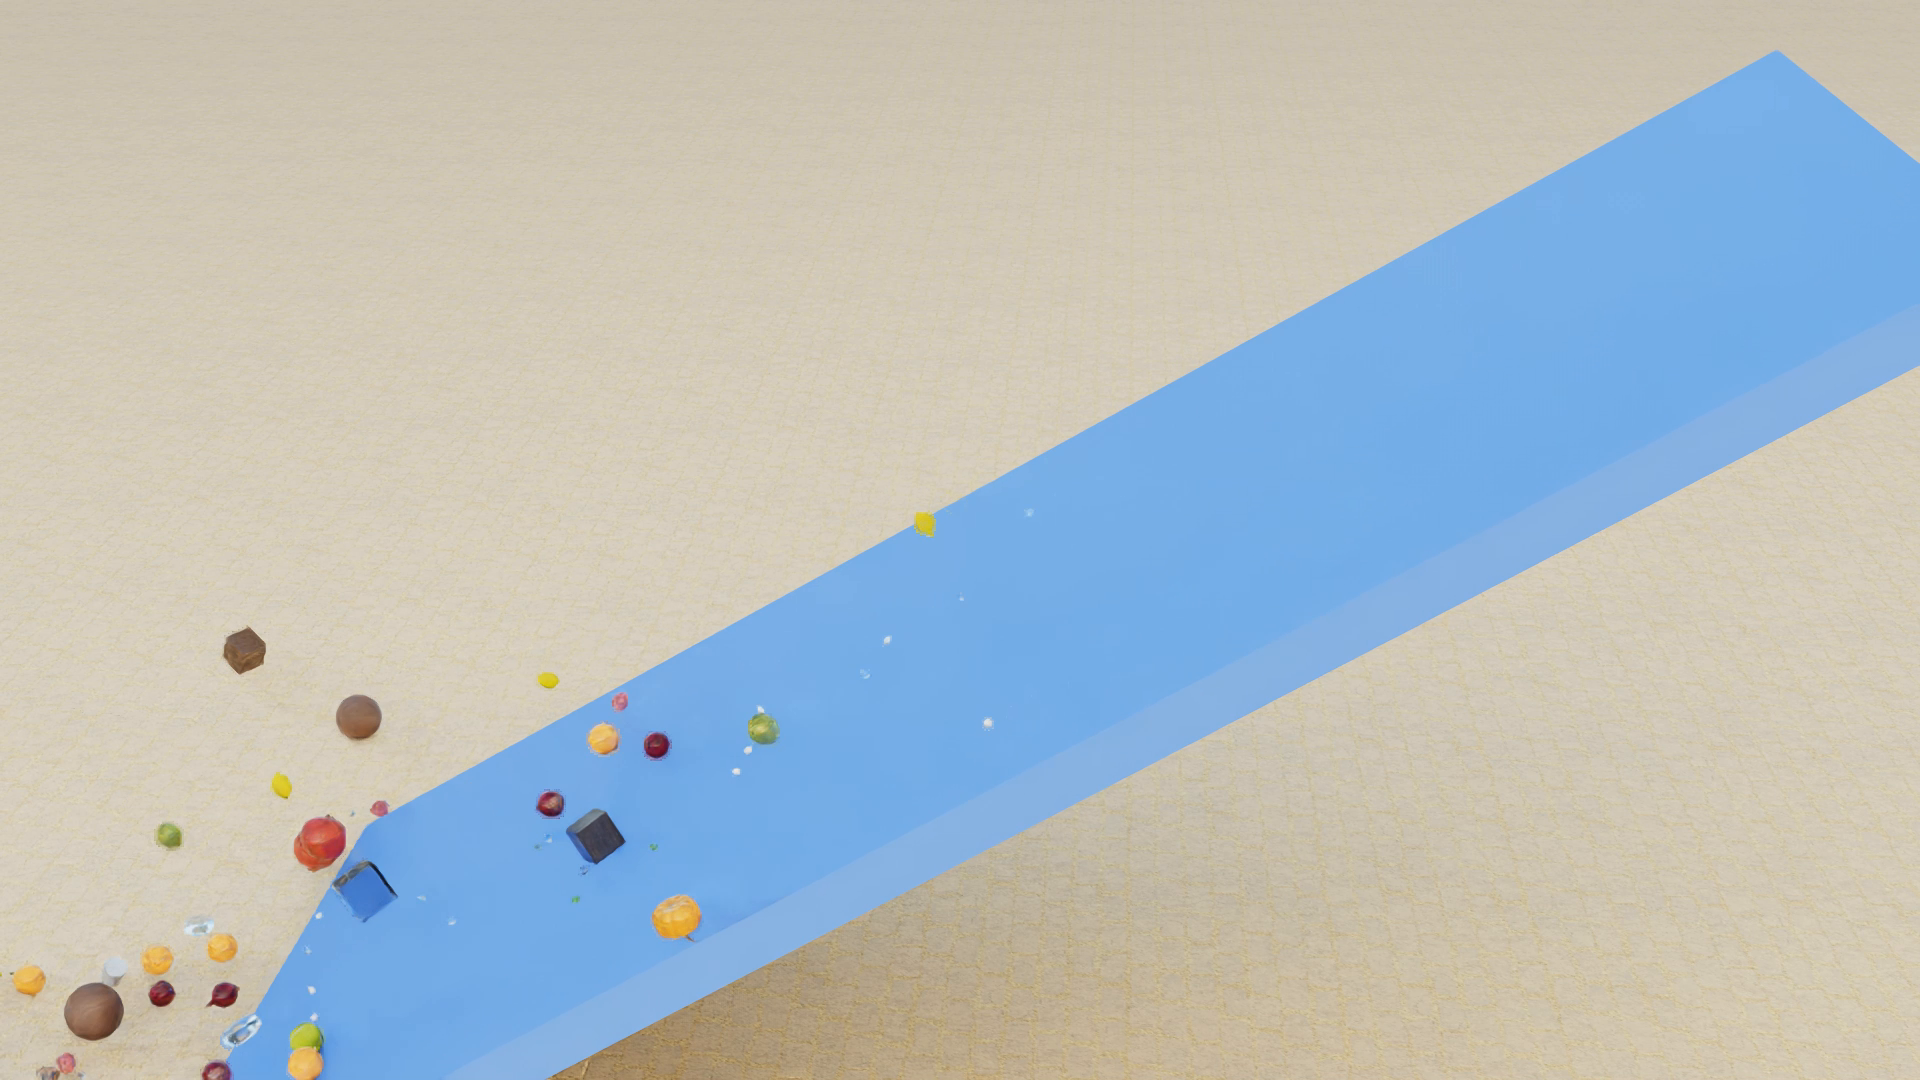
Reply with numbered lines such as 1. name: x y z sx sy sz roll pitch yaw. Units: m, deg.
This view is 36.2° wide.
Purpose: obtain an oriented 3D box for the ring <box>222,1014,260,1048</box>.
1. ring: -1.597 1.092 6.539 0.095 0.032 0.095 -29 16 9

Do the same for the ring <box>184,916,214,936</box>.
1. ring: -1.877 0.952 7.254 0.076 0.025 0.076 -1 22 1

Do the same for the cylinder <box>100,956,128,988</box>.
1. cylinder: -1.997 1.018 6.937 0.054 0.054 0.054 16 50 -20

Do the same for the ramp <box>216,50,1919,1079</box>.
1. ramp: 0.142 0.168 6.286 4.000 0.100 2.000 -29 15 12

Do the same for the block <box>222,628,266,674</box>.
1. block: -2.145 0.333 8.817 0.085 0.085 0.085 41 43 22

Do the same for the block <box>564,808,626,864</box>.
1. block: -0.779 0.632 6.280 0.081 0.081 0.081 -37 15 -20

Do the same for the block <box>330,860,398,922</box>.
1. block: -1.395 0.821 6.886 0.098 0.098 0.098 -37 15 -20

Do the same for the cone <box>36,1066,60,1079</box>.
1. cone: -2.022 1.204 6.519 0.052 0.052 0.052 -4 46 -10
